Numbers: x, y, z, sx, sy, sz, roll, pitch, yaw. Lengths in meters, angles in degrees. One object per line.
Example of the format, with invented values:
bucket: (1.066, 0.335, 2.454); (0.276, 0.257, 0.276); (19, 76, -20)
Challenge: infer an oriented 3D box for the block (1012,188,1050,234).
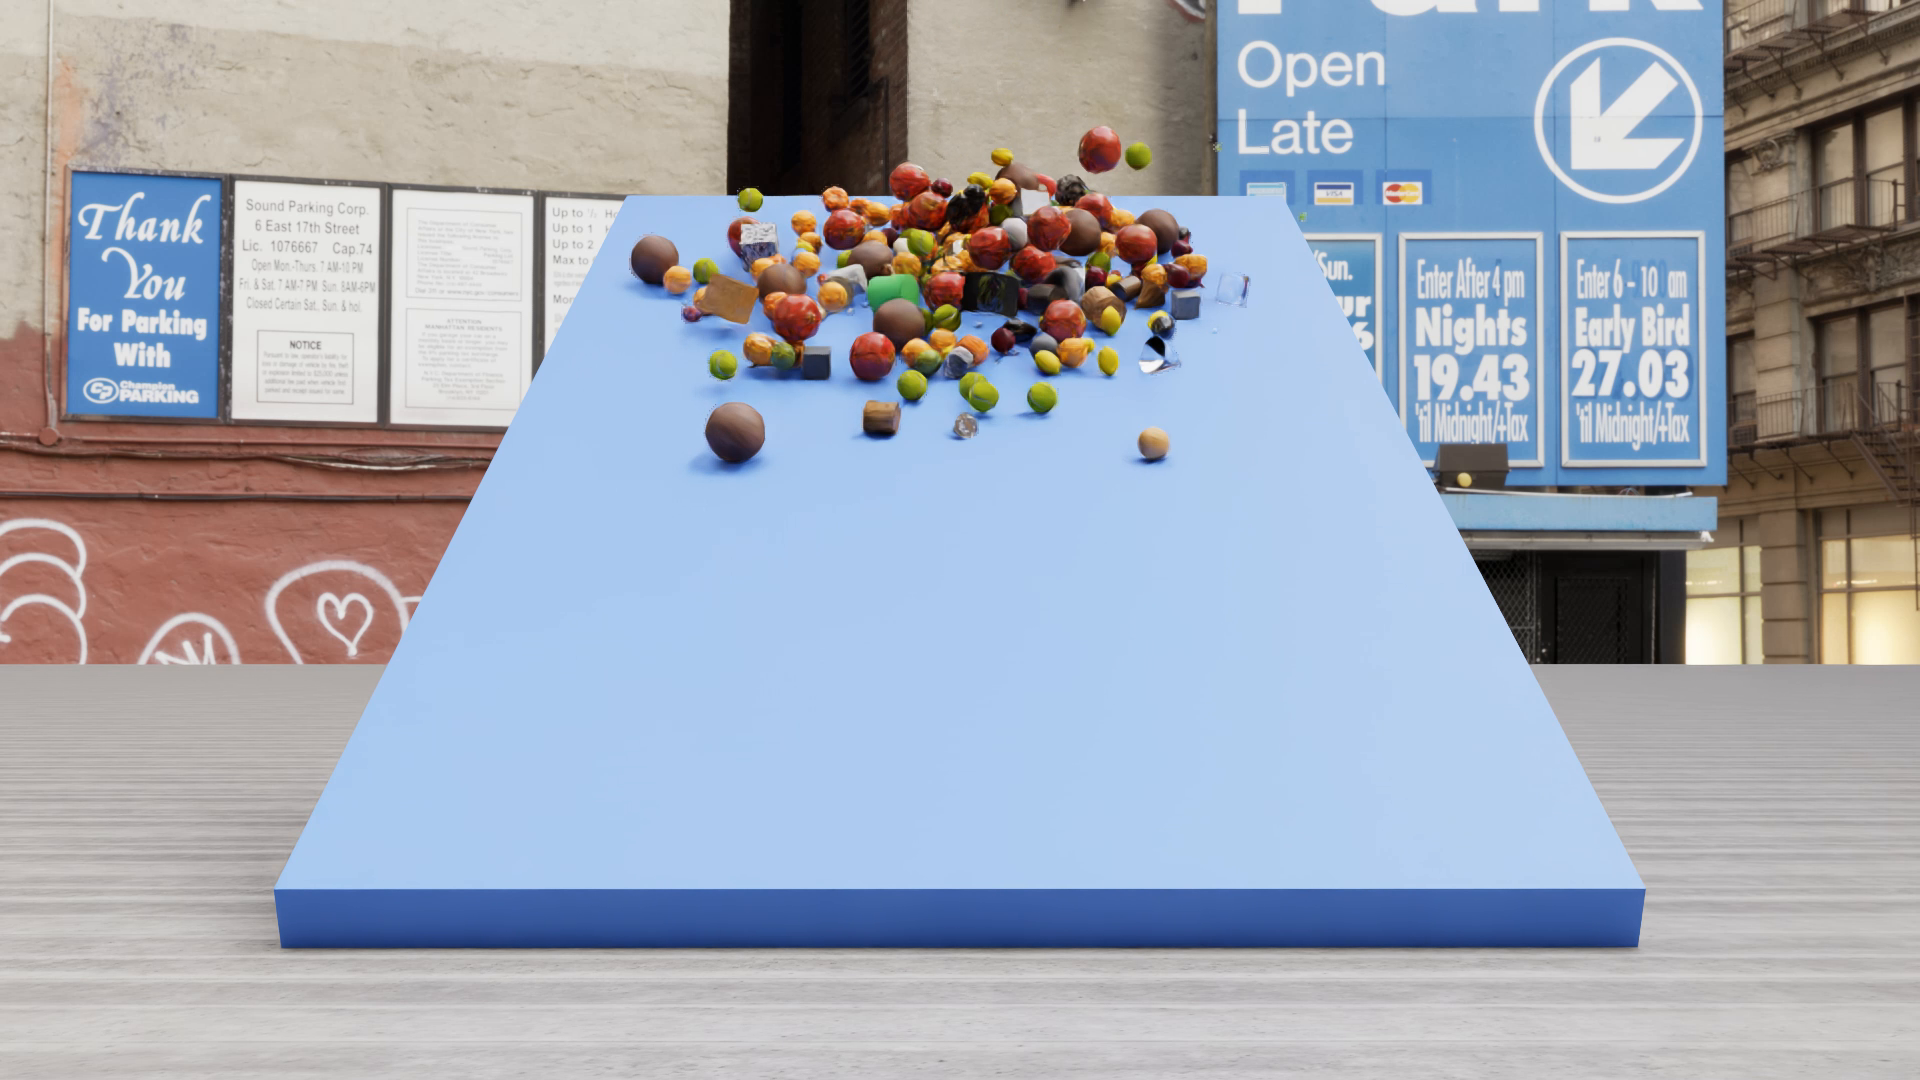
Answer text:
block: (0.198, -0.912, 6.418); (0.083, 0.083, 0.083); (6, -27, -17)

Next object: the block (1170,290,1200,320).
block: (0.577, -0.603, 5.917); (0.060, 0.060, 0.060); (-5, 23, -11)

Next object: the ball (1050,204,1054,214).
ball: (0.232, -0.968, 6.719); (0.078, 0.078, 0.078); (0, -3, 0)

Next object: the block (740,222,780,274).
block: (-0.541, -0.791, 6.251); (0.094, 0.094, 0.094); (-4, 42, 1)

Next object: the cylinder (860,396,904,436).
cylinder: (-0.174, -0.271, 5.116); (0.070, 0.070, 0.070); (-22, -11, 20)

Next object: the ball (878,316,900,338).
ball: (-0.176, -0.531, 5.753); (0.054, 0.054, 0.054); (0, -3, 0)

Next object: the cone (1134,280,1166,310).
cone: (0.477, -0.619, 5.986); (0.079, 0.079, 0.079); (-38, 8, -15)

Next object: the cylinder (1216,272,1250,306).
cylinder: (0.706, -0.651, 5.986); (0.076, 0.076, 0.076); (10, 8, -1)

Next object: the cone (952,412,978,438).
cone: (-0.002, -0.248, 5.120); (0.058, 0.058, 0.058); (2, -9, -33)

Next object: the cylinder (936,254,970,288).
cylinder: (-0.013, -0.703, 6.090); (0.076, 0.076, 0.076); (-19, -10, -4)

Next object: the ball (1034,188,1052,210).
ball: (0.218, -0.958, 6.604); (0.090, 0.090, 0.090); (0, -3, 0)

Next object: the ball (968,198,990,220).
ball: (0.051, -0.922, 6.433); (0.062, 0.062, 0.062); (0, -3, 0)

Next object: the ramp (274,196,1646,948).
ramp: (-0.007, -0.225, 5.228); (2.000, 0.100, 4.000); (0, 23, 0)

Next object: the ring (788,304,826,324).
ring: (-0.389, -0.575, 5.882); (0.099, 0.033, 0.099); (1, 22, 0)

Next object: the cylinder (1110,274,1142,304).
cylinder: (0.432, -0.651, 6.013); (0.062, 0.062, 0.062); (-27, 13, -34)

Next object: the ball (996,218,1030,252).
ball: (0.138, -0.794, 5.997); (0.087, 0.087, 0.087); (0, -3, 0)

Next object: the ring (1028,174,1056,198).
ring: (0.236, -1.014, 6.642); (0.083, 0.028, 0.083); (6, -44, 5)

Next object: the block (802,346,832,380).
block: (-0.339, -0.420, 5.480); (0.062, 0.062, 0.062); (0, 23, 0)

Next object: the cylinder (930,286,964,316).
cylinder: (-0.030, -0.615, 5.932); (0.069, 0.069, 0.069); (-12, 3, -27)

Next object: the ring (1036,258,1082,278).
ring: (0.268, -0.735, 6.250); (0.127, 0.042, 0.127); (0, 19, 0)

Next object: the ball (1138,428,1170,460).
ball: (0.416, -0.208, 4.971); (0.070, 0.070, 0.070); (0, -3, 0)

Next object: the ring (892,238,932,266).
ring: (-0.128, -0.768, 6.160); (0.113, 0.038, 0.113); (23, 19, -8)

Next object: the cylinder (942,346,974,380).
cylinder: (-0.005, -0.420, 5.481); (0.061, 0.061, 0.061); (-1, 22, 14)

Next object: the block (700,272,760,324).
block: (-0.576, -0.603, 5.776); (0.095, 0.095, 0.095); (24, 8, 17)

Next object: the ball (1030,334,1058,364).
ball: (0.202, -0.458, 5.543); (0.070, 0.070, 0.070); (0, -3, 0)

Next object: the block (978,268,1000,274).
block: (0.074, -0.686, 6.116); (0.052, 0.052, 0.052); (6, 29, 11)

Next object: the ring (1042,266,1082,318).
ring: (0.254, -0.635, 5.911); (0.046, 0.139, 0.139); (24, -18, -39)

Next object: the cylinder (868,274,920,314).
cylinder: (-0.169, -0.624, 5.870); (0.098, 0.098, 0.098); (-2, -4, 26)

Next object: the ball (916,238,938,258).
ball: (-0.094, -0.803, 6.379); (0.066, 0.066, 0.066); (0, -3, 0)

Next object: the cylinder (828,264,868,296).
cylinder: (-0.291, -0.673, 6.027); (0.078, 0.078, 0.078); (-15, -6, 13)

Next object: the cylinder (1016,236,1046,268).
cylinder: (0.191, -0.787, 6.313); (0.065, 0.065, 0.065); (-33, 18, 12)

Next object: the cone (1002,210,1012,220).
cone: (0.163, -0.901, 6.653); (0.077, 0.077, 0.077); (35, 3, 9)

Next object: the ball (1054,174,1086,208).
ball: (0.320, -1.010, 6.697); (0.095, 0.095, 0.095); (0, -3, 0)

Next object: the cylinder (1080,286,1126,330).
cylinder: (0.362, -0.584, 5.834); (0.091, 0.091, 0.091); (1, 22, -19)

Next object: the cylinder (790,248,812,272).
cylinder: (-0.427, -0.753, 6.219); (0.052, 0.052, 0.052); (1, 23, -14)

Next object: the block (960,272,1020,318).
block: (0.074, -0.594, 5.588); (0.096, 0.096, 0.096); (6, 2, -40)

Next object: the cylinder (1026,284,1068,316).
cylinder: (0.220, -0.606, 5.824); (0.075, 0.075, 0.075); (10, 5, 43)

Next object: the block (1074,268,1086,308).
block: (0.285, -0.657, 6.018); (0.080, 0.080, 0.080); (3, 23, 6)

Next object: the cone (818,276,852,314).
cone: (-0.300, -0.625, 5.988); (0.098, 0.098, 0.098); (-1, -6, 24)
